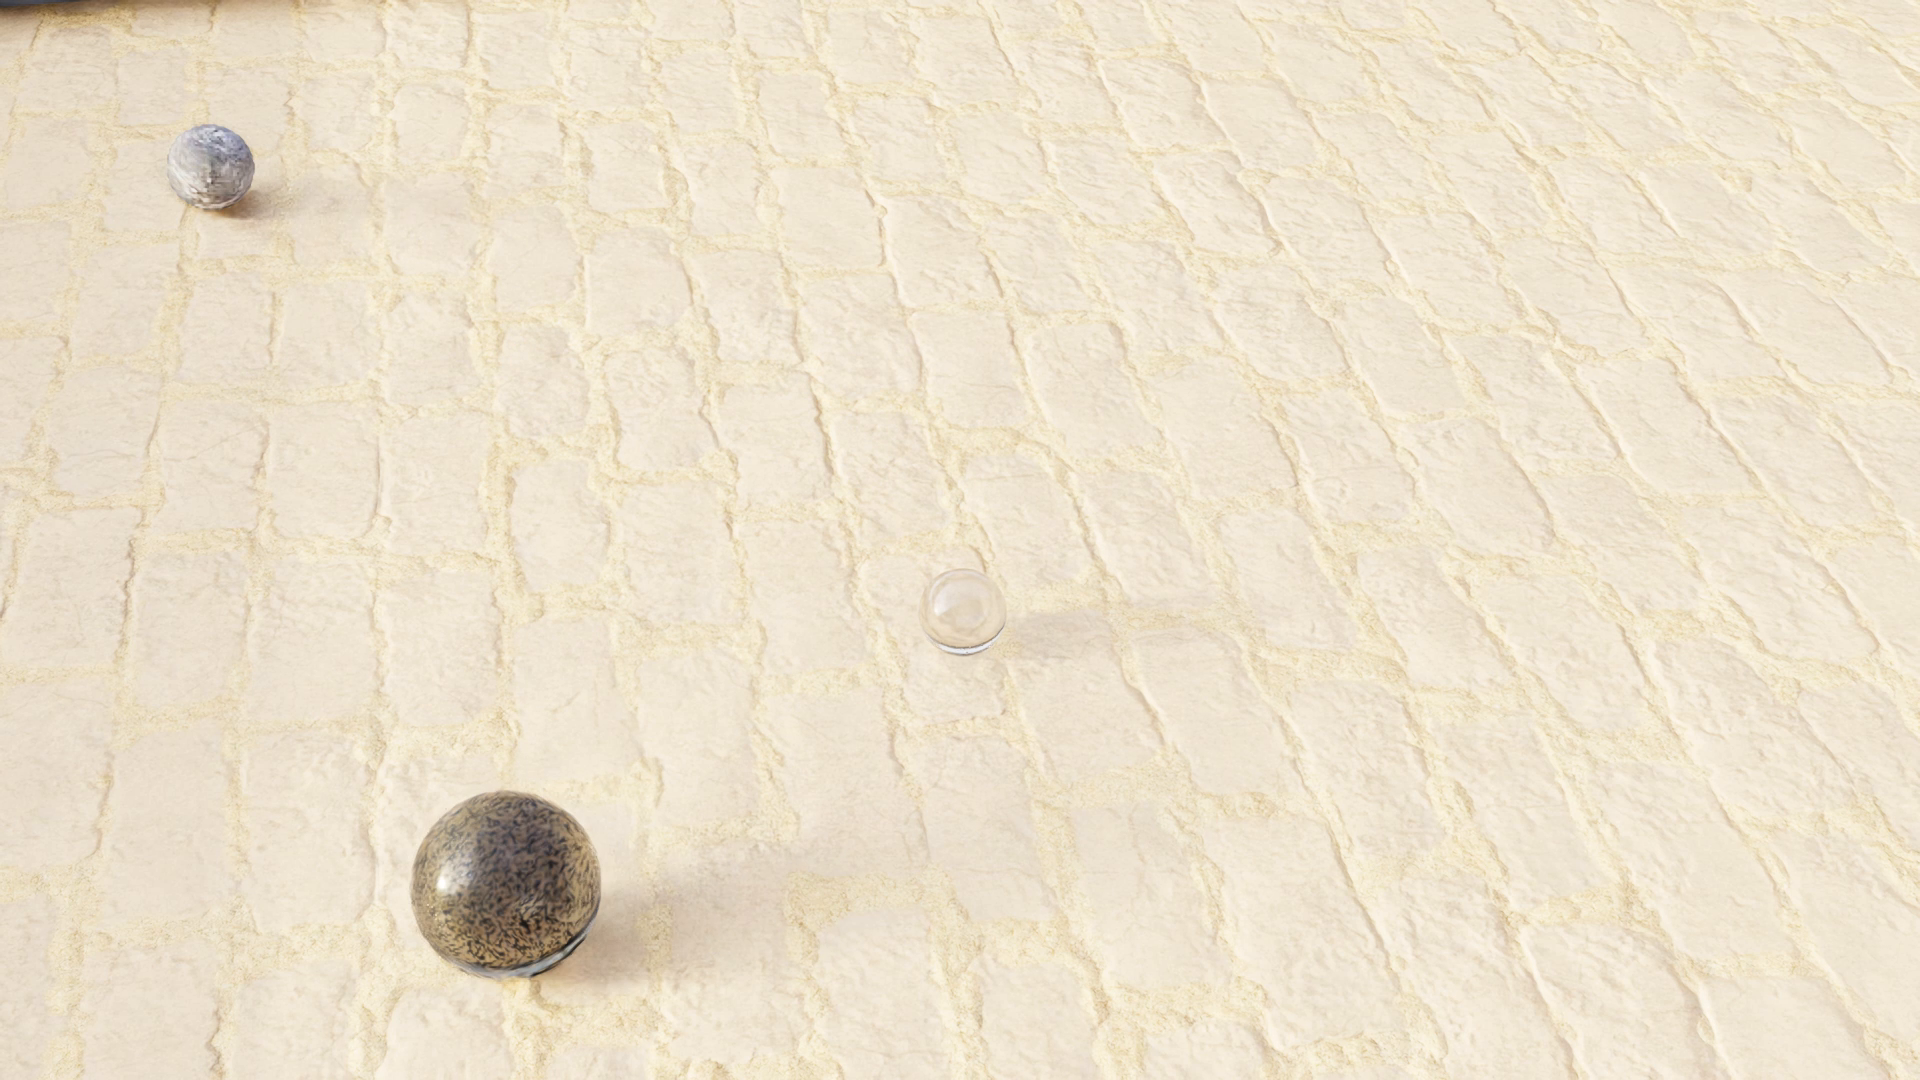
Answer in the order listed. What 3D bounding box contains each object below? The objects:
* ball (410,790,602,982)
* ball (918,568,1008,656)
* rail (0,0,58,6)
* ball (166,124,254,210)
[{"bbox_3d":[-0.223,0.170,1.261,0.093,0.093,0.093,0,37,0],"label":"ball"},{"bbox_3d":[0.001,0.041,1.469,0.051,0.051,0.051,0,37,0],"label":"ball"},{"bbox_3d":[0.718,-0.647,2.333,3.543,0.121,0.045,-6,37,-8],"label":"rail"},{"bbox_3d":[-0.550,-0.273,1.882,0.062,0.062,0.062,0,37,0],"label":"ball"}]
